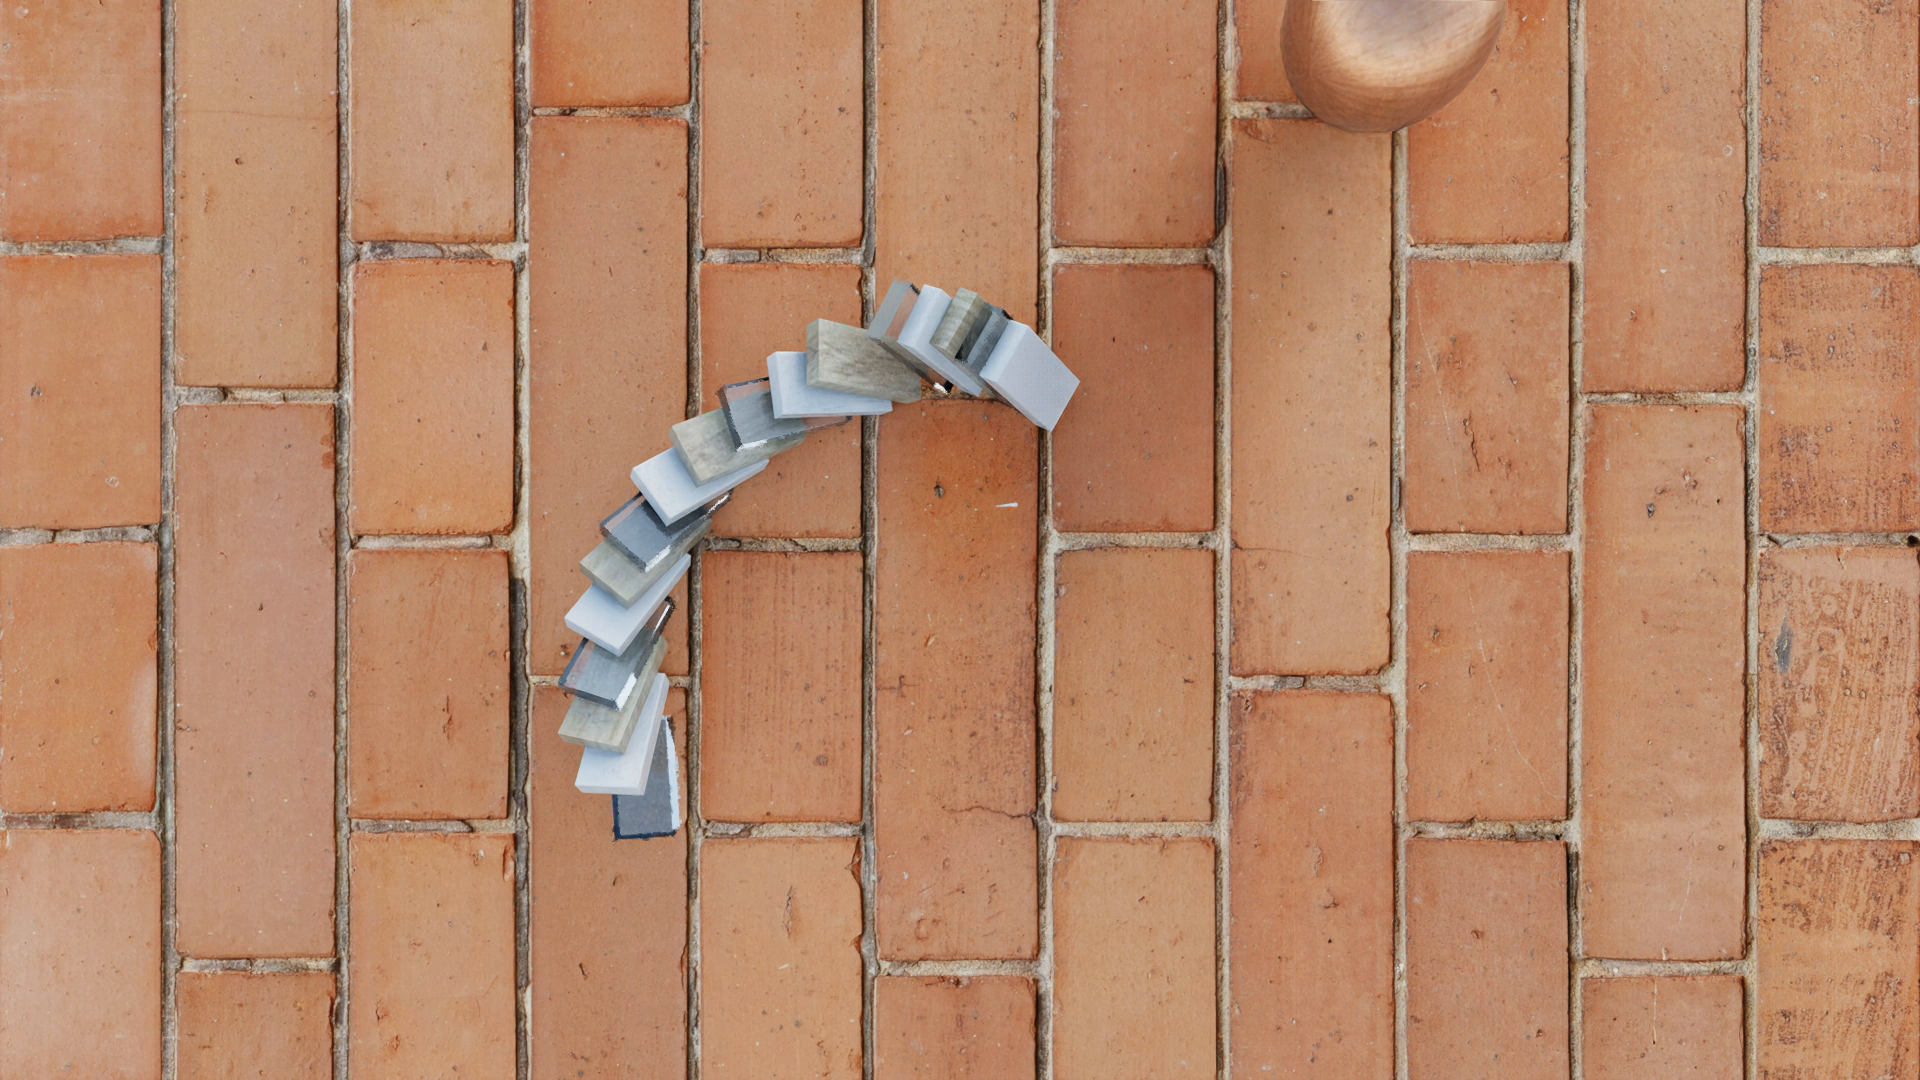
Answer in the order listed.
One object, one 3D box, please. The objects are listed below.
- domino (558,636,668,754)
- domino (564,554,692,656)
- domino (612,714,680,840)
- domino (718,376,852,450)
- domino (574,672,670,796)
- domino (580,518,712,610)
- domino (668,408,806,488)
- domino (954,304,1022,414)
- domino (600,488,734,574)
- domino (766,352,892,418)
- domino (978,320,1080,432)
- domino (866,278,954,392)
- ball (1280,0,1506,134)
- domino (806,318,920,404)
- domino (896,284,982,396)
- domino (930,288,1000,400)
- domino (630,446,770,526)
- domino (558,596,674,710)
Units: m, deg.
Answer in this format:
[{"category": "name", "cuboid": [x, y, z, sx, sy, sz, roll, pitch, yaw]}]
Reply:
[{"category": "domino", "cuboid": [-0.144, 0.062, 0.382, 0.025, 0.009, 0.050, 12, 57, 2]}, {"category": "domino", "cuboid": [-0.138, 0.021, 0.383, 0.025, 0.009, 0.050, 30, 58, 0]}, {"category": "domino", "cuboid": [-0.136, 0.102, 0.395, 0.025, 0.010, 0.050, -4, 90, 0]}, {"category": "domino", "cuboid": [-0.073, -0.056, 0.384, 0.050, 0.010, 0.025, -18, 90, -29]}, {"category": "domino", "cuboid": [-0.140, 0.080, 0.382, 0.025, 0.010, 0.050, 3, 57, 0]}, {"category": "domino", "cuboid": [-0.130, 0.002, 0.383, 0.025, 0.010, 0.050, 39, 58, 0]}, {"category": "domino", "cuboid": [-0.093, -0.043, 0.383, 0.050, 0.010, 0.025, -28, 90, -31]}, {"category": "domino", "cuboid": [0.020, -0.073, 0.377, 0.009, 0.050, 0.025, 30, 90, 36]}, {"category": "domino", "cuboid": [-0.122, -0.012, 0.382, 0.025, 0.009, 0.050, 41, 58, 2]}, {"category": "domino", "cuboid": [-0.054, -0.065, 0.382, 0.050, 0.010, 0.025, -7, 90, -34]}, {"category": "domino", "cuboid": [0.030, -0.066, 0.377, 0.009, 0.050, 0.025, 30, 90, 36]}, {"category": "domino", "cuboid": [-0.015, -0.083, 0.377, 0.010, 0.050, 0.025, 26, 89, 36]}, {"category": "ball", "cuboid": [0.168, -0.203, 0.360, 0.080, 0.080, 0.080, 0, 90, 0]}, {"category": "domino", "cuboid": [-0.039, -0.073, 0.379, 0.050, 0.009, 0.025, 4, 83, -39]}, {"category": "domino", "cuboid": [-0.003, -0.081, 0.377, 0.009, 0.050, 0.025, 26, 90, 36]}, {"category": "domino", "cuboid": [0.010, -0.079, 0.377, 0.009, 0.050, 0.025, 30, 90, 36]}, {"category": "domino", "cuboid": [-0.108, -0.030, 0.383, 0.050, 0.009, 0.025, -36, 89, -31]}, {"category": "domino", "cuboid": [-0.142, 0.043, 0.382, 0.025, 0.010, 0.050, 17, 57, 3]}]
